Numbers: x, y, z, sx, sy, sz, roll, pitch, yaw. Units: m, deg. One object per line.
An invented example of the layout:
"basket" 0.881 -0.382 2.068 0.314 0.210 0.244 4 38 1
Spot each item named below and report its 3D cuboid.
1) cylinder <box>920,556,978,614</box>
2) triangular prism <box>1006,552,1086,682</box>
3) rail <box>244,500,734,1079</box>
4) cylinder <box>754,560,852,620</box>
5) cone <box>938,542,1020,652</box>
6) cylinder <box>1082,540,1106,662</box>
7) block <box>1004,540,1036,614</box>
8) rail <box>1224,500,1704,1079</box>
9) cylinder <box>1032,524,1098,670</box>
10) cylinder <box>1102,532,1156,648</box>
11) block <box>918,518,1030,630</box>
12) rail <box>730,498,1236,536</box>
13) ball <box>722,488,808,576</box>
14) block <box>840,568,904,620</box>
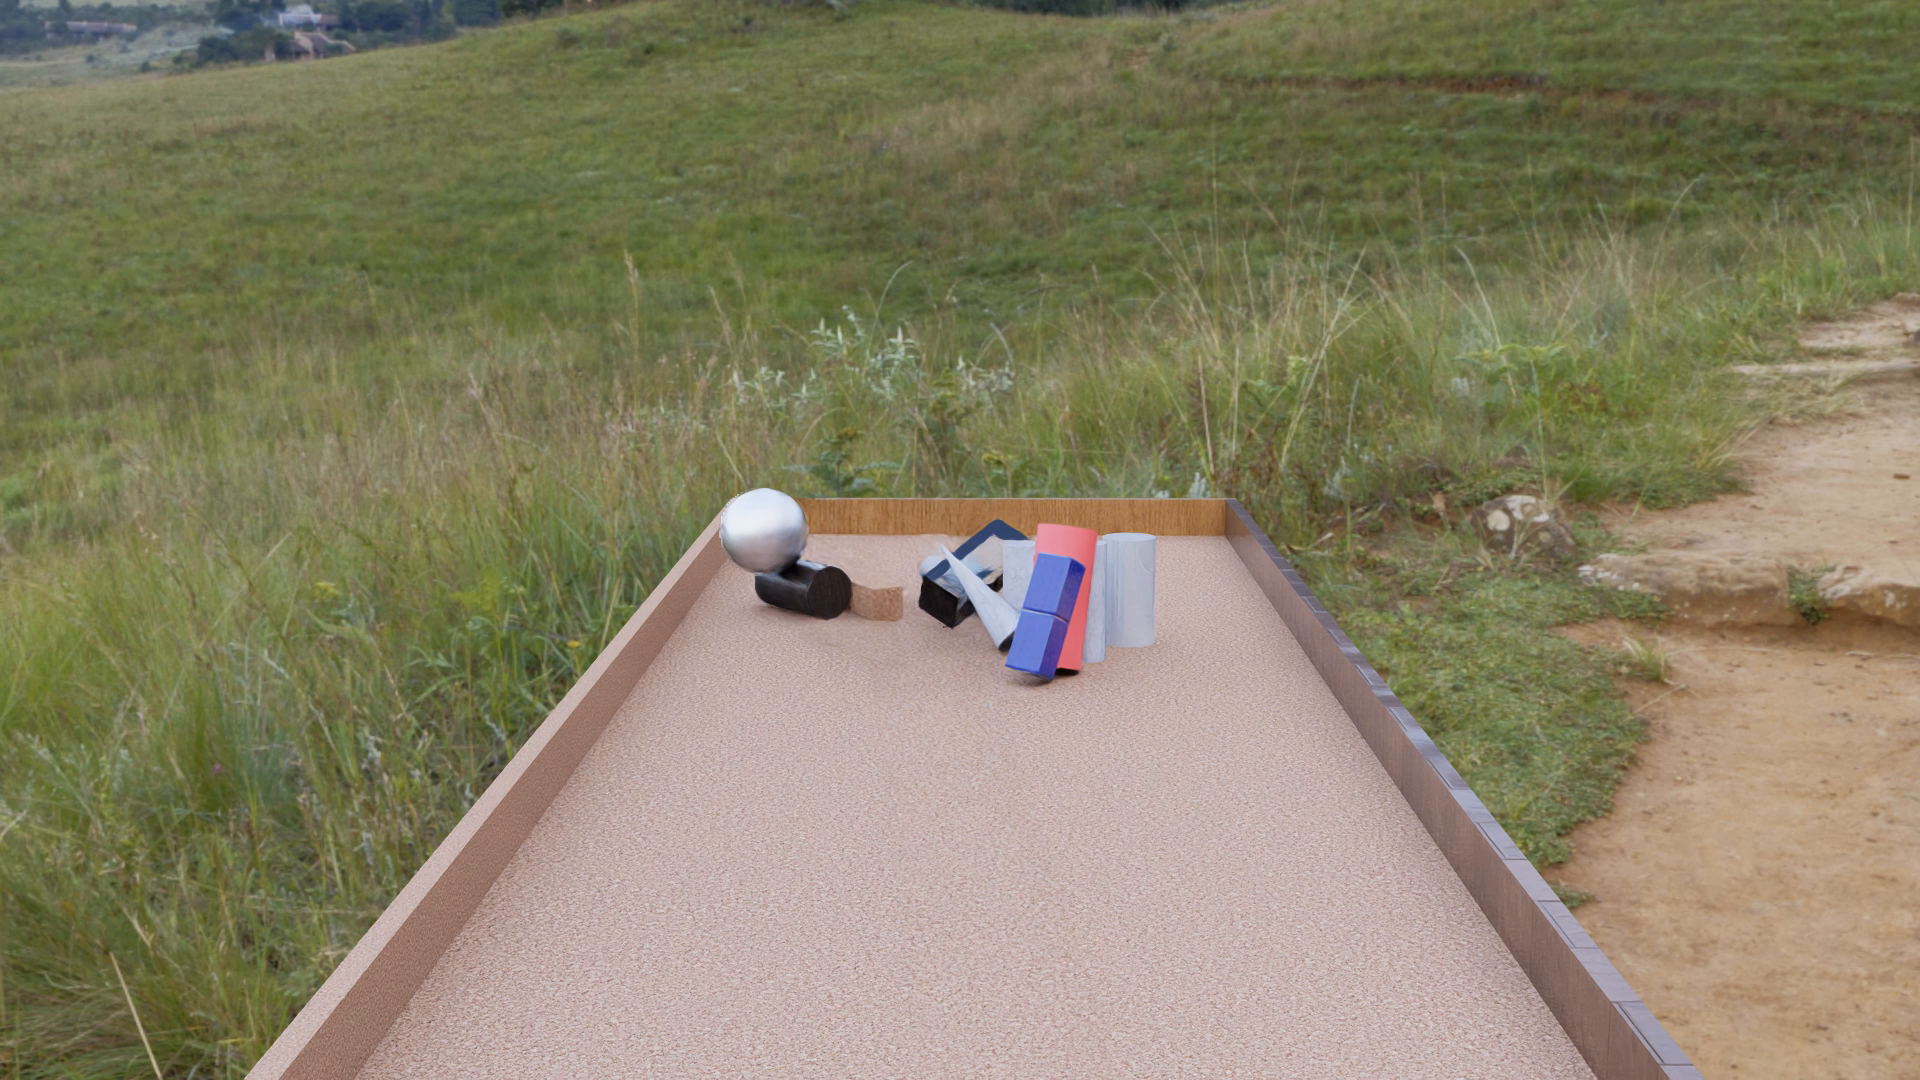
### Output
"cylinder" -0.008 0.154 7.592 0.107 0.107 0.439 -4 14 -23
"triangular prism" 0.237 0.217 6.383 0.125 0.351 0.144 14 -6 23
"rail" -1.004 0.839 3.234 0.050 0.150 12.000 0 9 1
"cylinder" -0.534 0.157 7.455 0.178 0.178 0.328 -7 11 -37
"cone" 0.049 0.152 6.873 0.129 0.129 0.410 -11 56 -51
"cylinder" 0.384 0.185 6.692 0.122 0.359 0.122 0 9 0
"block" 0.200 0.169 6.929 0.123 0.319 0.123 1 9 3
"rail" 1.046 0.843 3.208 0.050 0.150 12.000 0 9 1
"cylinder" 0.295 0.169 6.522 0.179 0.414 0.179 7 -3 0
"cylinder" 0.532 0.157 6.944 0.169 0.337 0.169 0 9 0
"block" 0.050 0.109 7.260 0.146 0.146 0.392 33 48 22
"rail" 0.099 -0.098 9.147 2.100 0.150 0.050 0 9 1
"ball" -0.653 -0.027 7.368 0.290 0.290 0.290 0 9 0
"block" -0.337 0.184 7.506 0.110 0.110 0.412 -7 11 -28
